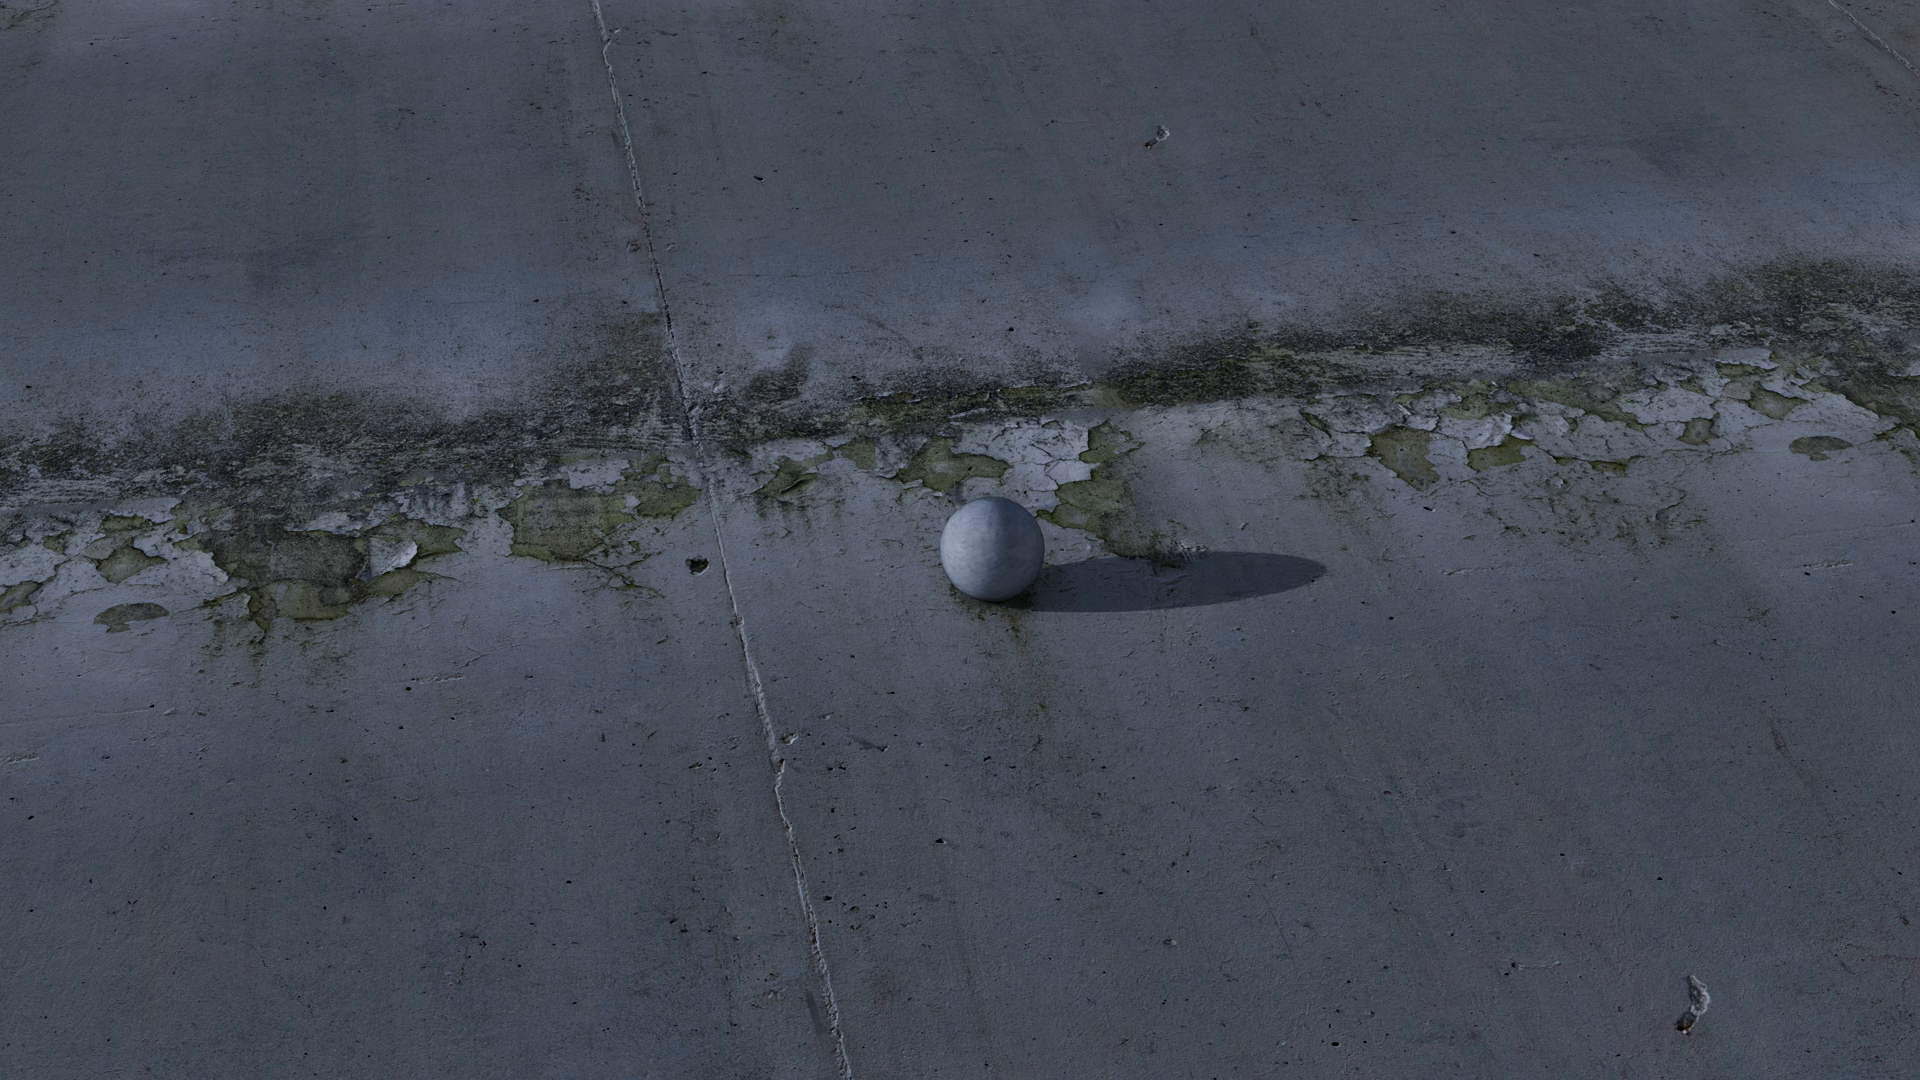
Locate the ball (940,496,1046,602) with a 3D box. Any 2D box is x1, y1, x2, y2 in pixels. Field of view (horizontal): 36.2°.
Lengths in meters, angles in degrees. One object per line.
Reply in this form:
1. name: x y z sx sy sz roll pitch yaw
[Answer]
1. ball: 0.018 0.005 1.632 0.059 0.059 0.059 0 31 0
